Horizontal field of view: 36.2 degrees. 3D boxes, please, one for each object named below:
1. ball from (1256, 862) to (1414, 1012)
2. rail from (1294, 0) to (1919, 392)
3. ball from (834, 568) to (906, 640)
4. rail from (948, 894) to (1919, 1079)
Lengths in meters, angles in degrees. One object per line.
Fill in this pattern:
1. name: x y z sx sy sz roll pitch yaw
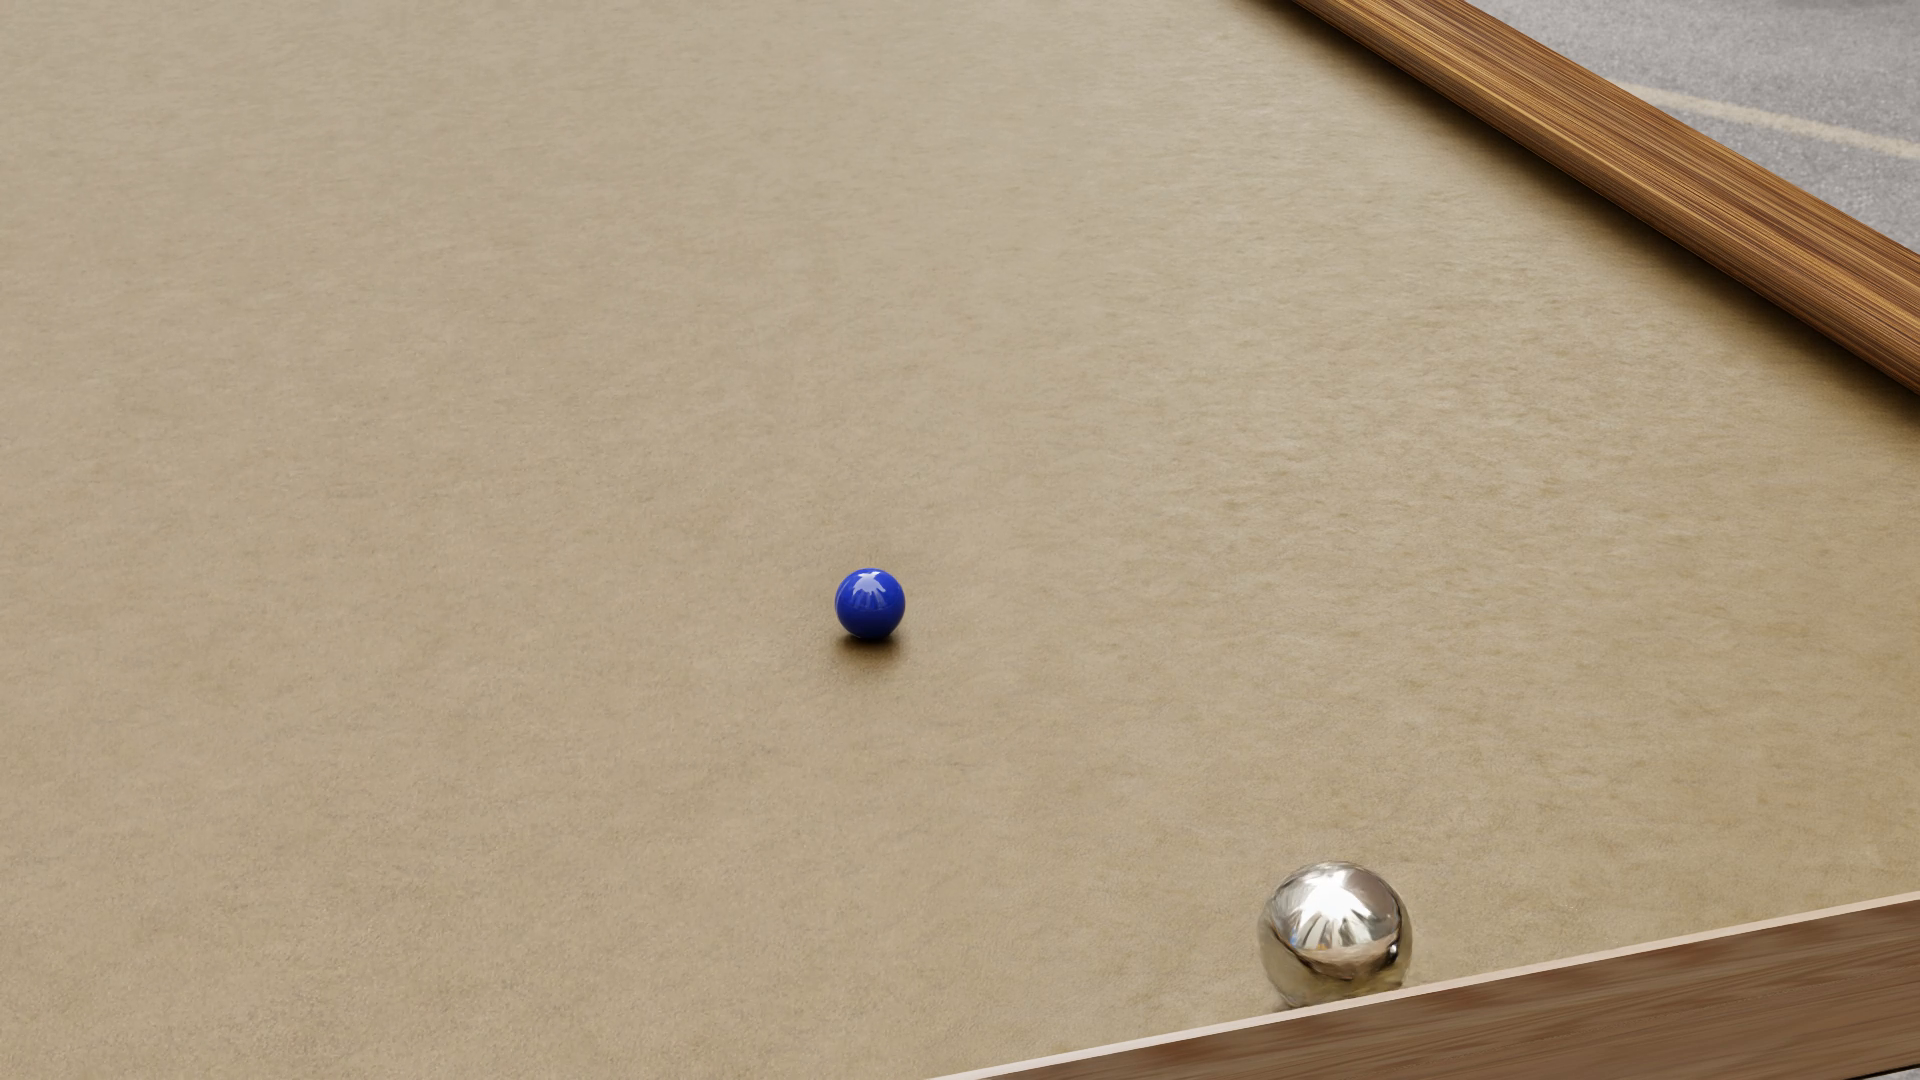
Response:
1. ball: 0.199 0.212 1.560 0.083 0.083 0.083 0 26 0
2. rail: 0.550 -0.423 2.860 0.045 0.108 2.833 -8 27 -16
3. ball: -0.060 0.042 1.957 0.048 0.048 0.048 0 26 0
4. rail: 0.209 0.254 1.442 1.655 0.108 0.045 -8 27 -16
